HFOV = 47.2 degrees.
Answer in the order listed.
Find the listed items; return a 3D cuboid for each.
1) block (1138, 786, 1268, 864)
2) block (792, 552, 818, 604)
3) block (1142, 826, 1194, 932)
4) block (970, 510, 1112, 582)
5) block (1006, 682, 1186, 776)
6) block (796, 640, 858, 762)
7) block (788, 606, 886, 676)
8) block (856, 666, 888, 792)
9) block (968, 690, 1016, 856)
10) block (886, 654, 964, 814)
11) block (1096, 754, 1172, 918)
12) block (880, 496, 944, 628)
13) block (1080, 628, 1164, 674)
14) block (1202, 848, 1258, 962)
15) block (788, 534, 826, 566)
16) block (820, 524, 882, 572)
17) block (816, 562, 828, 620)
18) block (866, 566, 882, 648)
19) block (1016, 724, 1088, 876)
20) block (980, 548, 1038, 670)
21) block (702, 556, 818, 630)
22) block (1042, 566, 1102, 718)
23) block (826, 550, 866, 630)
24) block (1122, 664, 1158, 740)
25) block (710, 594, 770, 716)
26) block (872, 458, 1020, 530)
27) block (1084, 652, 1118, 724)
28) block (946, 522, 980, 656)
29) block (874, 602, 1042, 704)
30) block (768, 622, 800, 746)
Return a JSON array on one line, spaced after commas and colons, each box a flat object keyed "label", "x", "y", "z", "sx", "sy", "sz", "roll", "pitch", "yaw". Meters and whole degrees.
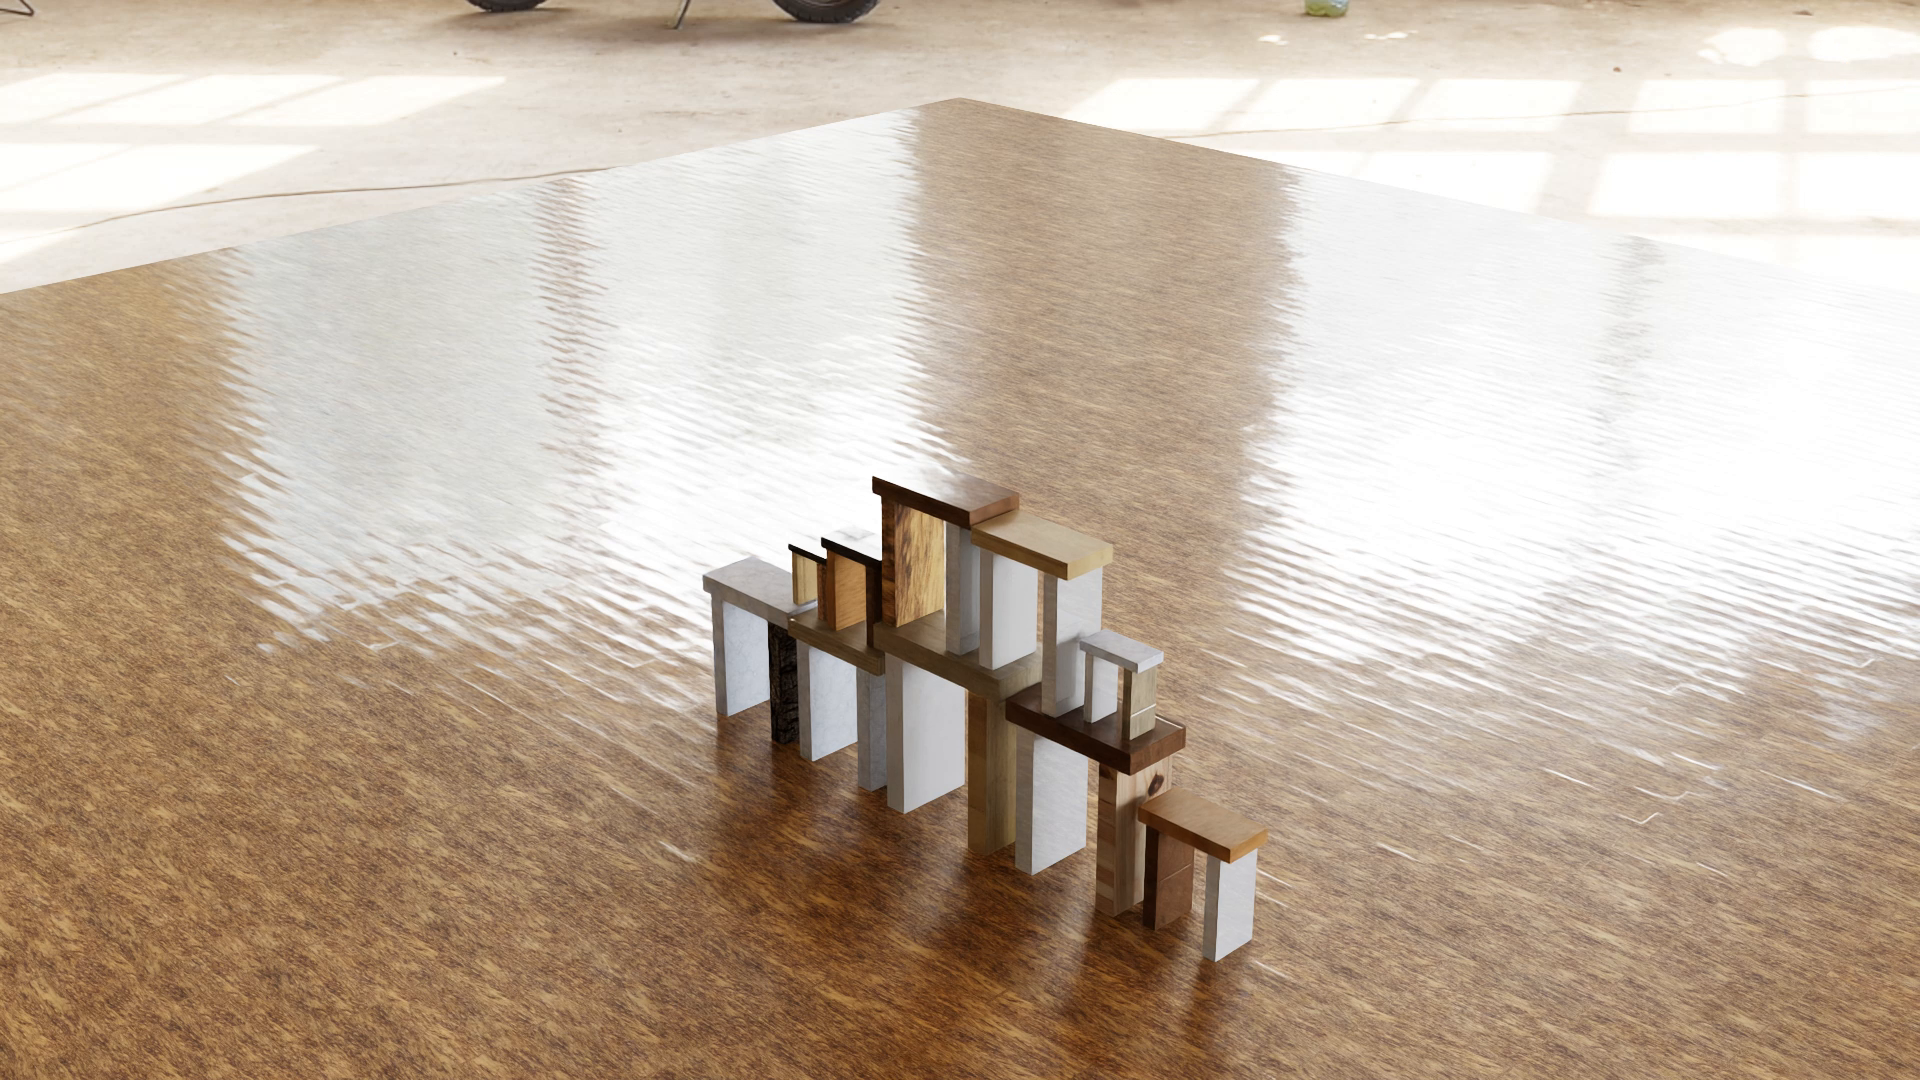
[{"label": "block", "x": 0.437, "y": 0.513, "z": 3.968, "sx": 0.213, "sy": 0.030, "sz": 0.107, "roll": 21, "pitch": 31, "yaw": 41}, {"label": "block", "x": -0.324, "y": 0.072, "z": 4.614, "sx": 0.059, "sy": 0.118, "sz": 0.017, "roll": -21, "pitch": 31, "yaw": -41}, {"label": "block", "x": 0.387, "y": 0.605, "z": 4.061, "sx": 0.030, "sy": 0.213, "sz": 0.107, "roll": 21, "pitch": 31, "yaw": 41}, {"label": "block", "x": 0.150, "y": 0.008, "z": 4.059, "sx": 0.244, "sy": 0.035, "sz": 0.122, "roll": 21, "pitch": 31, "yaw": 41}, {"label": "block", "x": 0.251, "y": 0.341, "z": 4.103, "sx": 0.311, "sy": 0.044, "sz": 0.156, "roll": 21, "pitch": 31, "yaw": 41}, {"label": "block", "x": -0.278, "y": 0.318, "z": 4.659, "sx": 0.039, "sy": 0.274, "sz": 0.137, "roll": 21, "pitch": 31, "yaw": 41}, {"label": "block", "x": -0.213, "y": 0.199, "z": 4.538, "sx": 0.274, "sy": 0.039, "sz": 0.137, "roll": 21, "pitch": 31, "yaw": 41}, {"label": "block", "x": -0.149, "y": 0.369, "z": 4.540, "sx": 0.039, "sy": 0.274, "sz": 0.137, "roll": 21, "pitch": 31, "yaw": 41}, {"label": "block", "x": 0.094, "y": 0.428, "z": 4.306, "sx": 0.049, "sy": 0.347, "sz": 0.174, "roll": 21, "pitch": 31, "yaw": 41}, {"label": "block", "x": -0.069, "y": 0.364, "z": 4.457, "sx": 0.049, "sy": 0.347, "sz": 0.174, "roll": 21, "pitch": 31, "yaw": 41}, {"label": "block", "x": 0.324, "y": 0.533, "z": 4.105, "sx": 0.044, "sy": 0.311, "sz": 0.156, "roll": 21, "pitch": 31, "yaw": 41}, {"label": "block", "x": -0.093, "y": 0.026, "z": 4.341, "sx": 0.038, "sy": 0.268, "sz": 0.134, "roll": 21, "pitch": 31, "yaw": 41}, {"label": "block", "x": 0.293, "y": 0.201, "z": 3.994, "sx": 0.140, "sy": 0.020, "sz": 0.070, "roll": 21, "pitch": 31, "yaw": 41}, {"label": "block", "x": 0.487, "y": 0.644, "z": 3.969, "sx": 0.030, "sy": 0.213, "sz": 0.107, "roll": 21, "pitch": 31, "yaw": 41}, {"label": "block", "x": -0.297, "y": 0.021, "z": 4.562, "sx": 0.118, "sy": 0.017, "sz": 0.059, "roll": 21, "pitch": 31, "yaw": 41}, {"label": "block", "x": -0.190, "y": 0.015, "z": 4.442, "sx": 0.175, "sy": 0.025, "sz": 0.088, "roll": 21, "pitch": 31, "yaw": 41}, {"label": "block", "x": -0.269, "y": 0.098, "z": 4.565, "sx": 0.017, "sy": 0.127, "sz": 0.059, "roll": 21, "pitch": 31, "yaw": 41}, {"label": "block", "x": -0.149, "y": 0.123, "z": 4.443, "sx": 0.025, "sy": 0.176, "sz": 0.088, "roll": 21, "pitch": 31, "yaw": 41}, {"label": "block", "x": 0.178, "y": 0.476, "z": 4.240, "sx": 0.044, "sy": 0.311, "sz": 0.156, "roll": 21, "pitch": 31, "yaw": 41}, {"label": "block", "x": 0.092, "y": 0.113, "z": 4.166, "sx": 0.035, "sy": 0.244, "sz": 0.122, "roll": 21, "pitch": 31, "yaw": 41}, {"label": "block", "x": -0.409, "y": 0.111, "z": 4.724, "sx": 0.283, "sy": 0.040, "sz": 0.141, "roll": 21, "pitch": 31, "yaw": 41}, {"label": "block", "x": 0.207, "y": 0.177, "z": 4.068, "sx": 0.035, "sy": 0.285, "sz": 0.122, "roll": 21, "pitch": 31, "yaw": 41}, {"label": "block", "x": -0.232, "y": 0.091, "z": 4.519, "sx": 0.025, "sy": 0.176, "sz": 0.088, "roll": 21, "pitch": 31, "yaw": 41}, {"label": "block", "x": 0.326, "y": 0.287, "z": 3.995, "sx": 0.020, "sy": 0.139, "sz": 0.070, "roll": 21, "pitch": 31, "yaw": 41}, {"label": "block", "x": -0.476, "y": 0.234, "z": 4.848, "sx": 0.040, "sy": 0.283, "sz": 0.141, "roll": 21, "pitch": 31, "yaw": 41}, {"label": "block", "x": -0.029, "y": -0.091, "z": 4.224, "sx": 0.268, "sy": 0.038, "sz": 0.134, "roll": 21, "pitch": 31, "yaw": 41}, {"label": "block", "x": 0.260, "y": 0.261, "z": 4.056, "sx": 0.020, "sy": 0.139, "sz": 0.070, "roll": 21, "pitch": 31, "yaw": 41}, {"label": "block", "x": 0.034, "y": 0.075, "z": 4.225, "sx": 0.038, "sy": 0.268, "sz": 0.134, "roll": 21, "pitch": 31, "yaw": 41}, {"label": "block", "x": 0.013, "y": 0.214, "z": 4.304, "sx": 0.347, "sy": 0.049, "sz": 0.174, "roll": 21, "pitch": 31, "yaw": 41}, {"label": "block", "x": -0.343, "y": 0.286, "z": 4.725, "sx": 0.040, "sy": 0.283, "sz": 0.141, "roll": 21, "pitch": 31, "yaw": 41}]
